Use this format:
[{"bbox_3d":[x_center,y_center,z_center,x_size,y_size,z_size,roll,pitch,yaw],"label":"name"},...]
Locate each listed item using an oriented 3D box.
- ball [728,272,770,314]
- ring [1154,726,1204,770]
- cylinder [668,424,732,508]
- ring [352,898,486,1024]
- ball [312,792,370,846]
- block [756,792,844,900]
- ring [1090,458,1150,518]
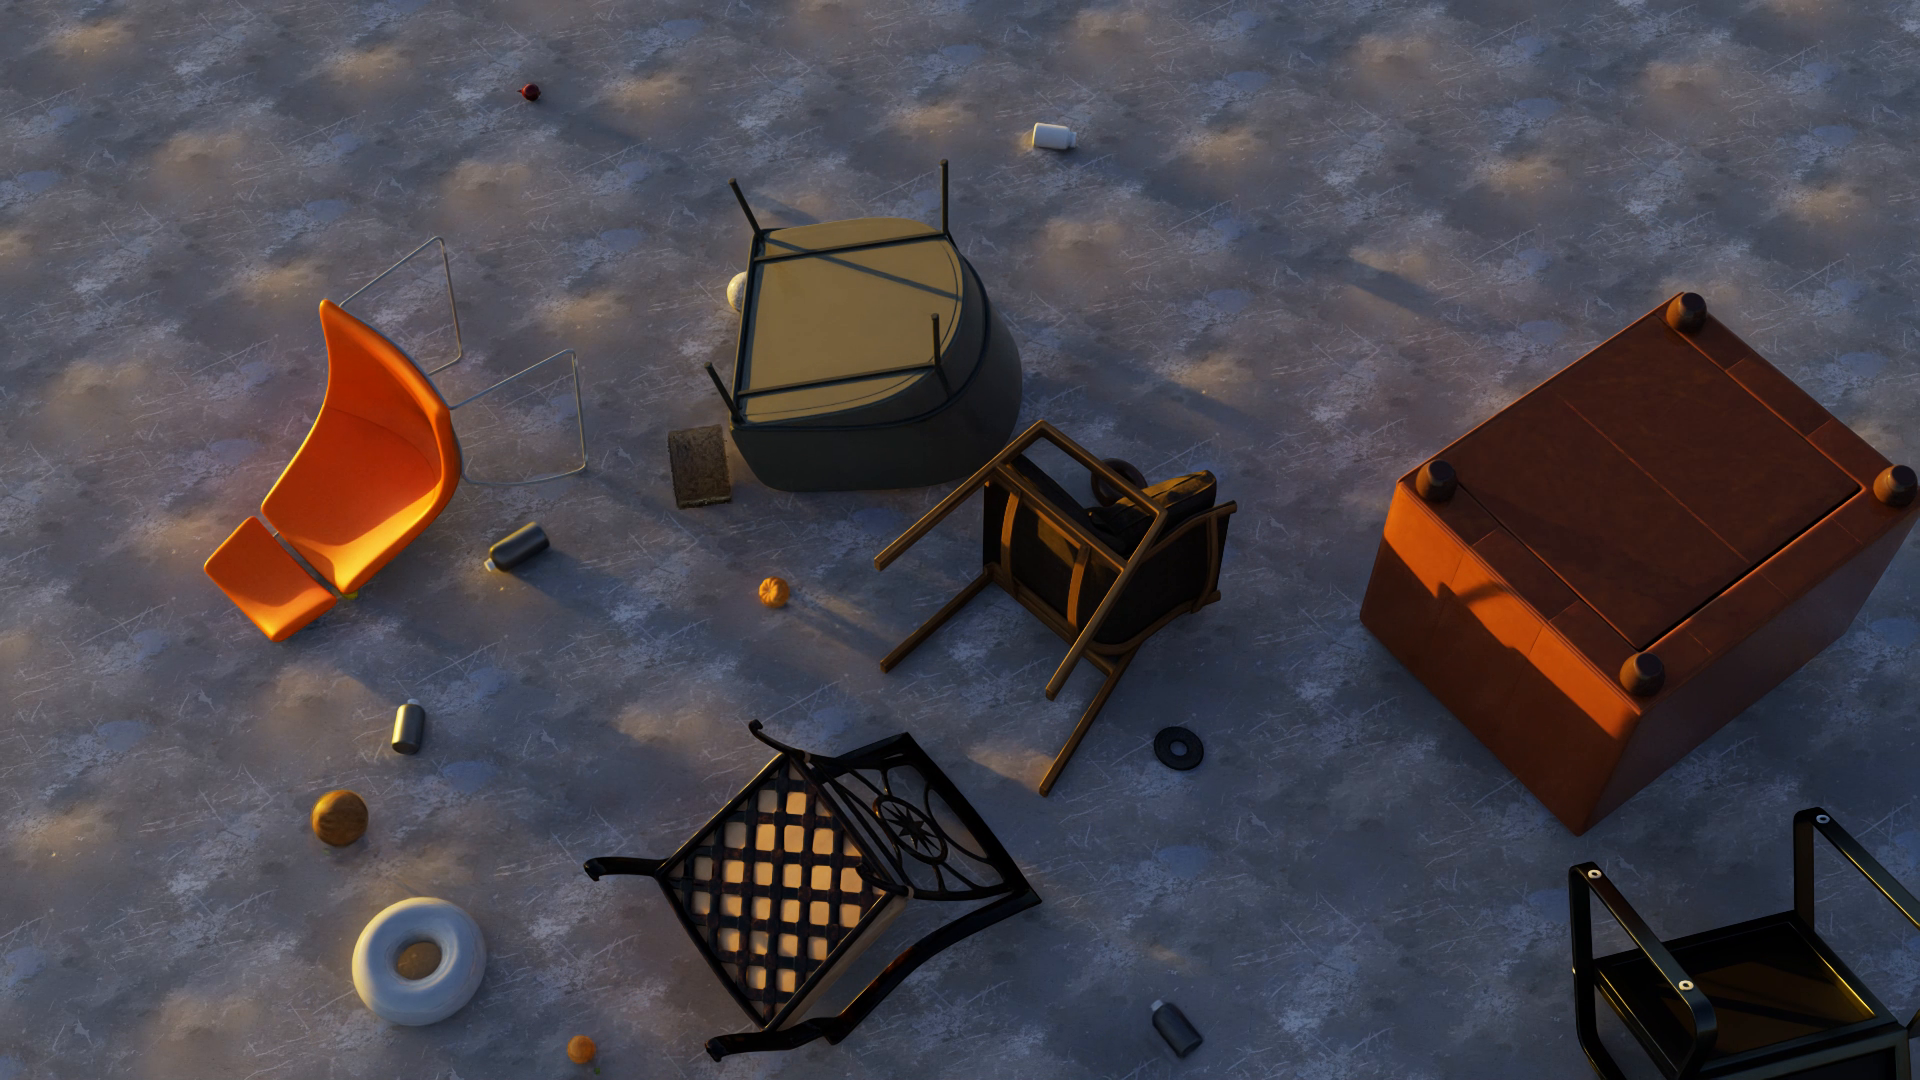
[{"bbox_3d":[-0.675,-0.788,7.020,0.137,0.137,0.137,0,56,0],"label":"ball"},{"bbox_3d":[0.613,0.585,6.169,0.147,0.022,0.132,38,64,22],"label":"ring"},{"bbox_3d":[-0.780,-0.221,6.589,0.160,0.220,0.235,-7,73,-5],"label":"cylinder"},{"bbox_3d":[-1.415,1.101,5.756,0.348,0.135,0.345,28,61,16],"label":"ring"},{"bbox_3d":[-1.683,0.757,5.975,0.150,0.150,0.150,0,56,0],"label":"ball"},{"bbox_3d":[-0.429,0.824,5.907,0.161,0.190,0.165,-27,60,-17],"label":"block"},{"bbox_3d":[0.482,-0.158,6.632,0.157,0.082,0.213,-27,59,-18],"label":"ring"}]
